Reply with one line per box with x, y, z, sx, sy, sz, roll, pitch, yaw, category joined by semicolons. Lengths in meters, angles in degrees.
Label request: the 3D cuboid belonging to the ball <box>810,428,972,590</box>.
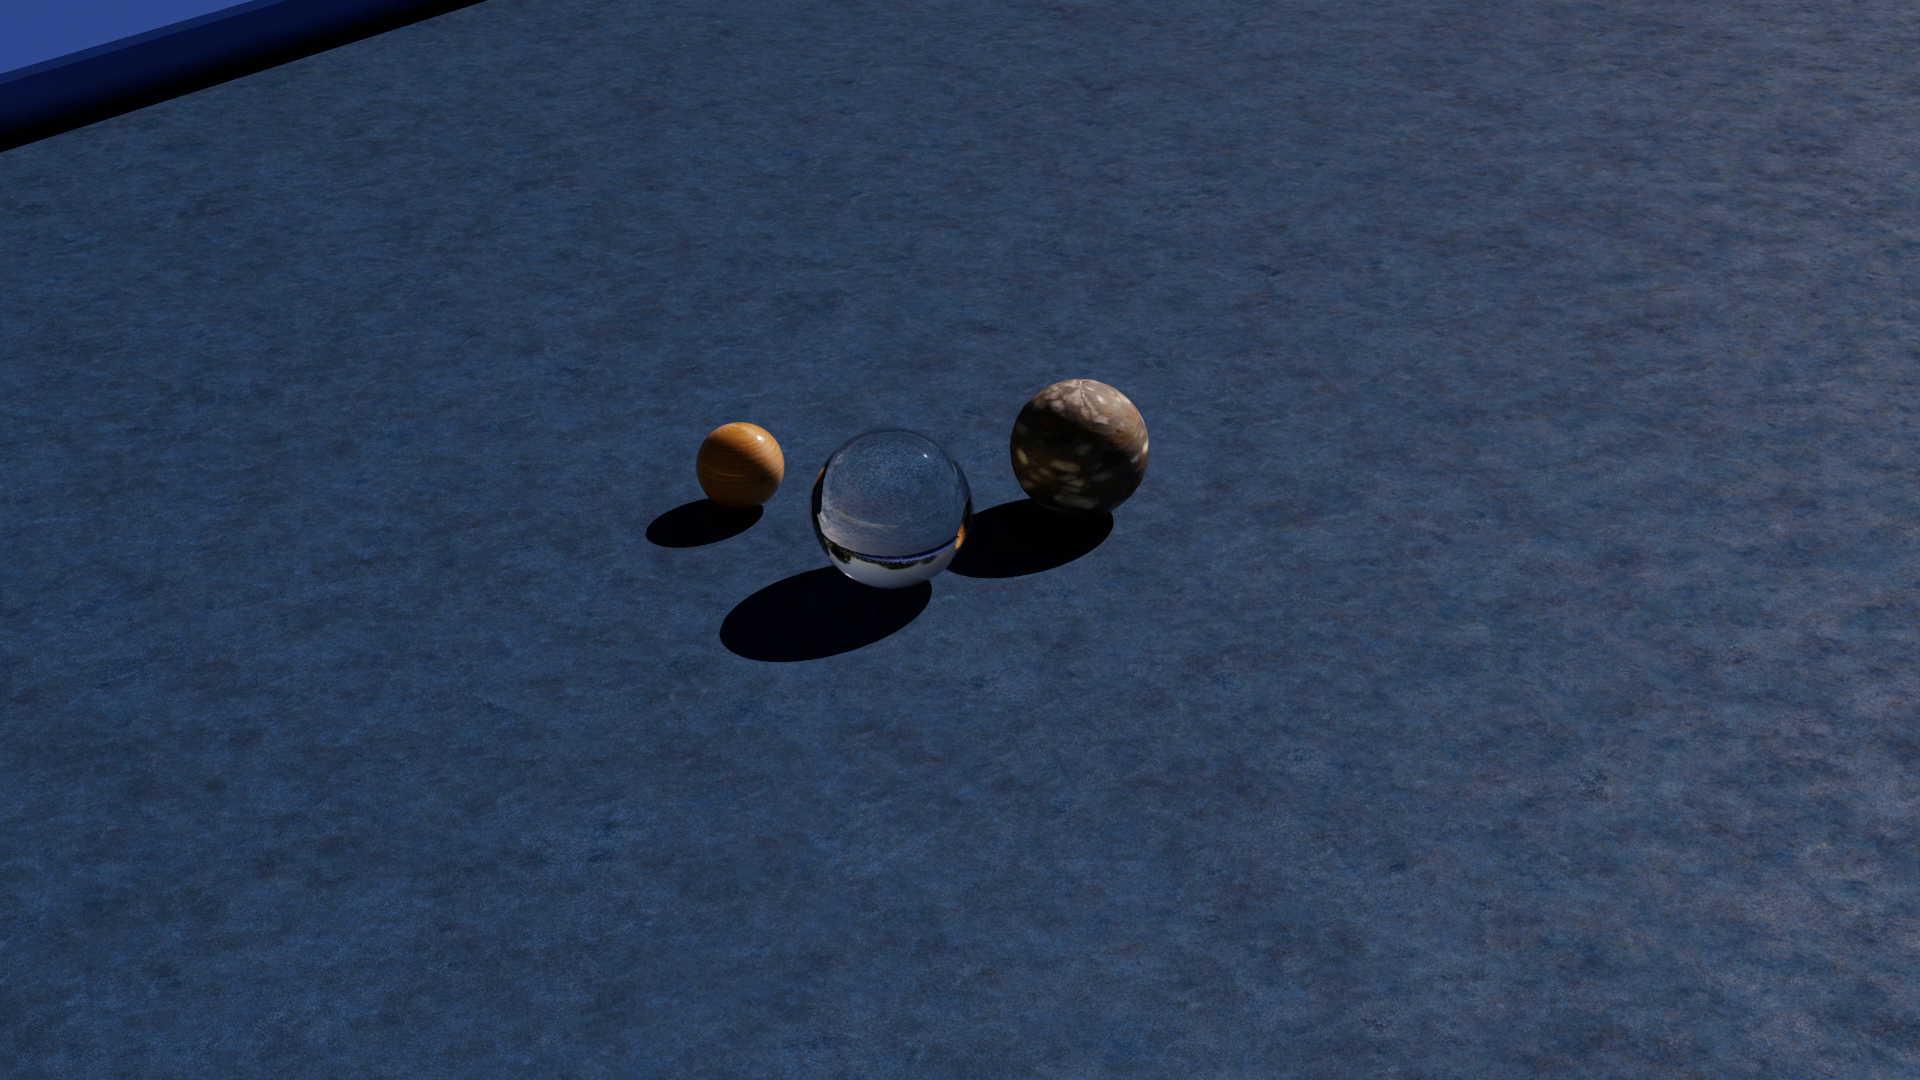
-0.040;-0.018;1.710;0.094;0.094;0.094;0;27;0;ball

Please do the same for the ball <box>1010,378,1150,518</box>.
0.073;-0.056;1.793;0.085;0.085;0.085;0;27;0;ball

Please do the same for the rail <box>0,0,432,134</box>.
-0.191;-0.722;3.055;0.045;0.122;4.353;20;33;34;rail

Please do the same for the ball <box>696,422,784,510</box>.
-0.135;-0.045;1.807;0.055;0.055;0.055;0;27;0;ball
